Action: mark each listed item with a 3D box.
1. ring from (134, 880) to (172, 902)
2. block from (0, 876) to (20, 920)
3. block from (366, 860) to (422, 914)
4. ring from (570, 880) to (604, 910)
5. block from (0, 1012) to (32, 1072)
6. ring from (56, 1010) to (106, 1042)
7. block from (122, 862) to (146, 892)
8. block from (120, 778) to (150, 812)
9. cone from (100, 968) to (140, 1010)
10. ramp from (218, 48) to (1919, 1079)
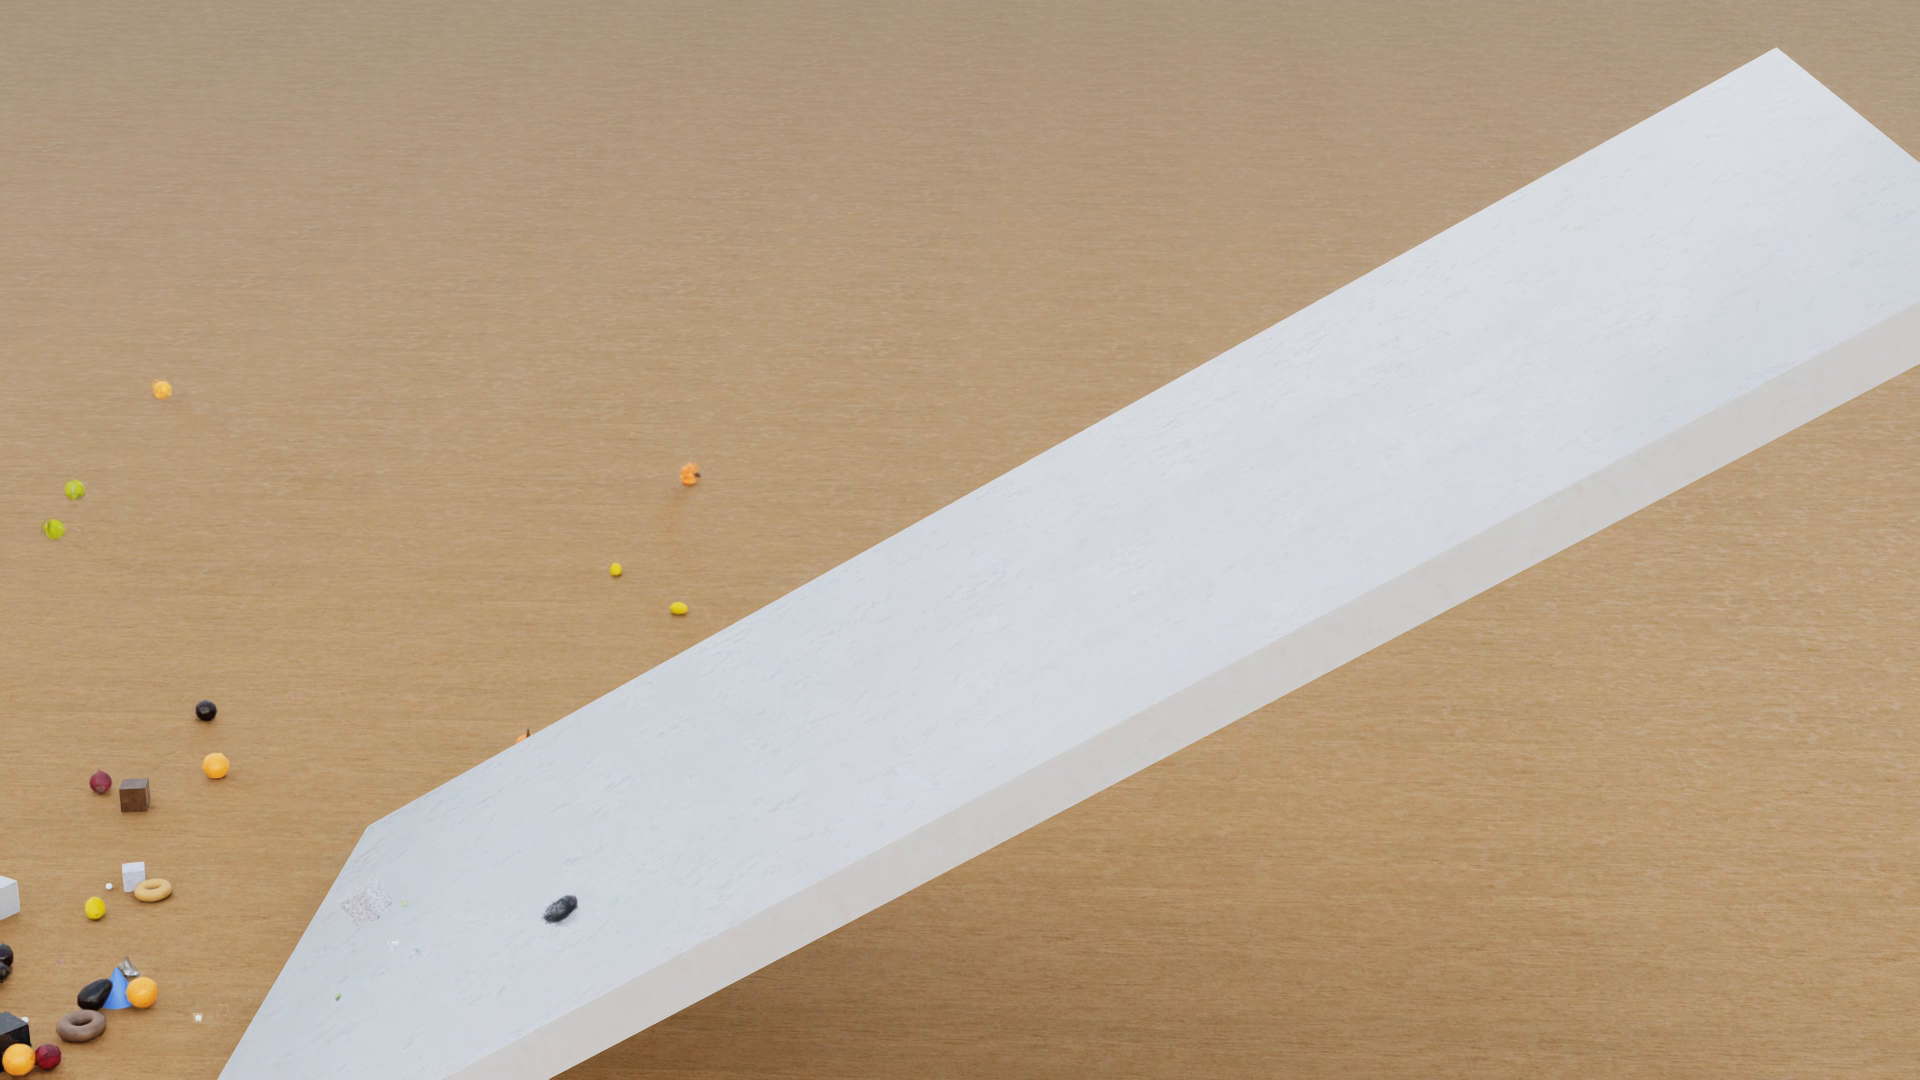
[{"bbox_3d":[-2.042,0.887,7.445,0.094,0.031,0.094,-1,19,0],"label":"ring"},{"bbox_3d":[-2.410,0.894,7.343,0.083,0.083,0.083,11,22,30],"label":"block"},{"bbox_3d":[-1.313,0.805,6.829,0.076,0.076,0.076,-26,16,23],"label":"block"},{"bbox_3d":[-0.768,0.731,6.055,0.079,0.026,0.079,-31,14,8],"label":"ring"},{"bbox_3d":[-2.162,1.133,6.635,0.090,0.090,0.090,16,25,39],"label":"block"},{"bbox_3d":[-2.020,1.117,6.764,0.113,0.038,0.113,0,20,0],"label":"ring"},{"bbox_3d":[-2.103,0.858,7.492,0.054,0.054,0.054,-5,20,-15],"label":"block"},{"bbox_3d":[-2.232,0.691,7.958,0.068,0.068,0.068,-2,19,-6],"label":"block"},{"bbox_3d":[-1.978,1.040,6.906,0.090,0.090,0.090,0,19,0],"label":"cone"},{"bbox_3d":[0.142,0.168,6.287,4.000,0.100,2.000,-29,15,12],"label":"ramp"}]
